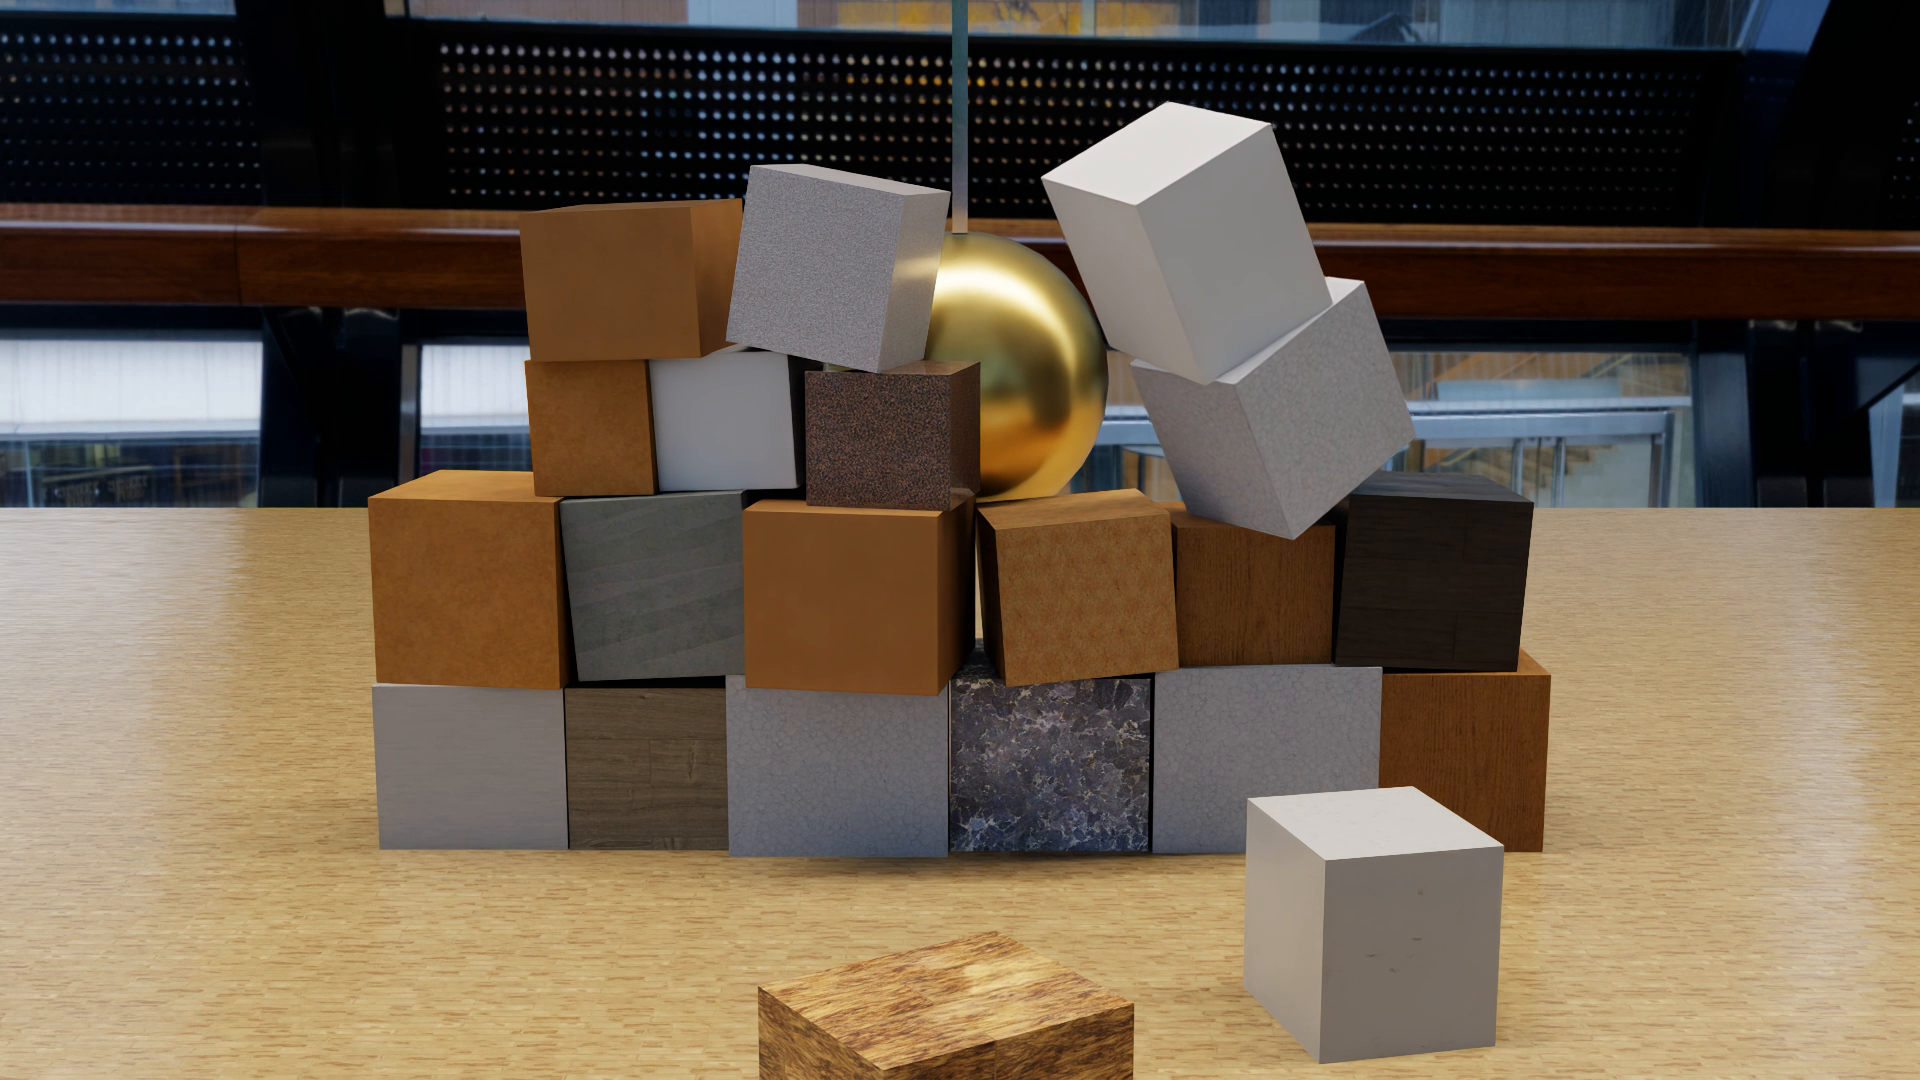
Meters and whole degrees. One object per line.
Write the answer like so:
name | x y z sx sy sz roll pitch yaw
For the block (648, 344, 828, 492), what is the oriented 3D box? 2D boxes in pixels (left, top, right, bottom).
block | -1.077 -0.636 10.952 0.701 0.667 0.672 -1 11 13

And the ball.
ball | 0.000 -0.855 11.801 1.600 1.600 1.600 0 10 0

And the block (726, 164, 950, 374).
block | -0.581 -1.328 10.621 0.772 0.836 0.724 13 13 14

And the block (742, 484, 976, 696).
block | -0.472 0.205 10.849 0.932 0.857 1.054 2 10 10

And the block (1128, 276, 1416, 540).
block | 1.530 -0.681 10.732 0.912 0.884 0.760 -38 30 -23

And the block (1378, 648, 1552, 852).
block | 2.494 1.028 11.373 0.833 0.909 0.945 0 10 0

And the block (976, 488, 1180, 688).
block | 0.569 0.222 11.041 0.854 0.776 0.831 -5 10 -6

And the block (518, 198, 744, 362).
block | -1.588 -1.293 10.862 0.861 0.711 0.817 0 11 12

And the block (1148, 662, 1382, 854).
block | 1.514 1.009 11.374 1.117 0.946 0.978 0 10 -1

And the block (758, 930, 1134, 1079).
block | -0.050 1.852 7.031 0.918 0.841 0.775 -7 12 -32

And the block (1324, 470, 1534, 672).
block | 2.301 0.136 11.212 0.913 0.853 0.877 3 10 -4

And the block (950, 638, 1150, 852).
block | 0.446 1.040 11.374 0.988 0.885 0.911 0 10 0

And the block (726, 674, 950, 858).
block | -0.601 1.016 11.379 1.086 0.929 1.118 0 10 0

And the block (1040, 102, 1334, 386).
block | 1.070 -1.418 10.401 0.764 0.953 0.891 -33 28 -14

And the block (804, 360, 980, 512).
block | -0.315 -0.520 10.647 0.703 0.643 0.644 2 11 13

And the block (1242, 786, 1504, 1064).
block | 1.645 1.528 8.868 0.740 0.820 0.818 -2 11 -13

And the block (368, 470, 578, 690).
block | -2.365 0.182 11.249 0.947 0.934 0.943 2 10 8

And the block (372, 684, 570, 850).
block | -2.438 1.065 11.356 0.946 0.842 0.823 0 10 0

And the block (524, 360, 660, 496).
block | -1.746 -0.607 11.025 0.611 0.669 0.669 -1 10 11

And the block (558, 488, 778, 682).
block | -1.401 0.152 11.148 0.911 0.893 0.910 -3 10 9

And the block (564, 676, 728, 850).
block | -1.554 1.067 11.369 0.800 0.833 0.864 0 10 0

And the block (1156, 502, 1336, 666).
block | 1.418 0.207 11.192 0.782 0.696 0.782 -1 10 -5

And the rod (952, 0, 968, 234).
rod | 0.000 -4.096 10.772 0.080 5.200 0.080 0 18 0
